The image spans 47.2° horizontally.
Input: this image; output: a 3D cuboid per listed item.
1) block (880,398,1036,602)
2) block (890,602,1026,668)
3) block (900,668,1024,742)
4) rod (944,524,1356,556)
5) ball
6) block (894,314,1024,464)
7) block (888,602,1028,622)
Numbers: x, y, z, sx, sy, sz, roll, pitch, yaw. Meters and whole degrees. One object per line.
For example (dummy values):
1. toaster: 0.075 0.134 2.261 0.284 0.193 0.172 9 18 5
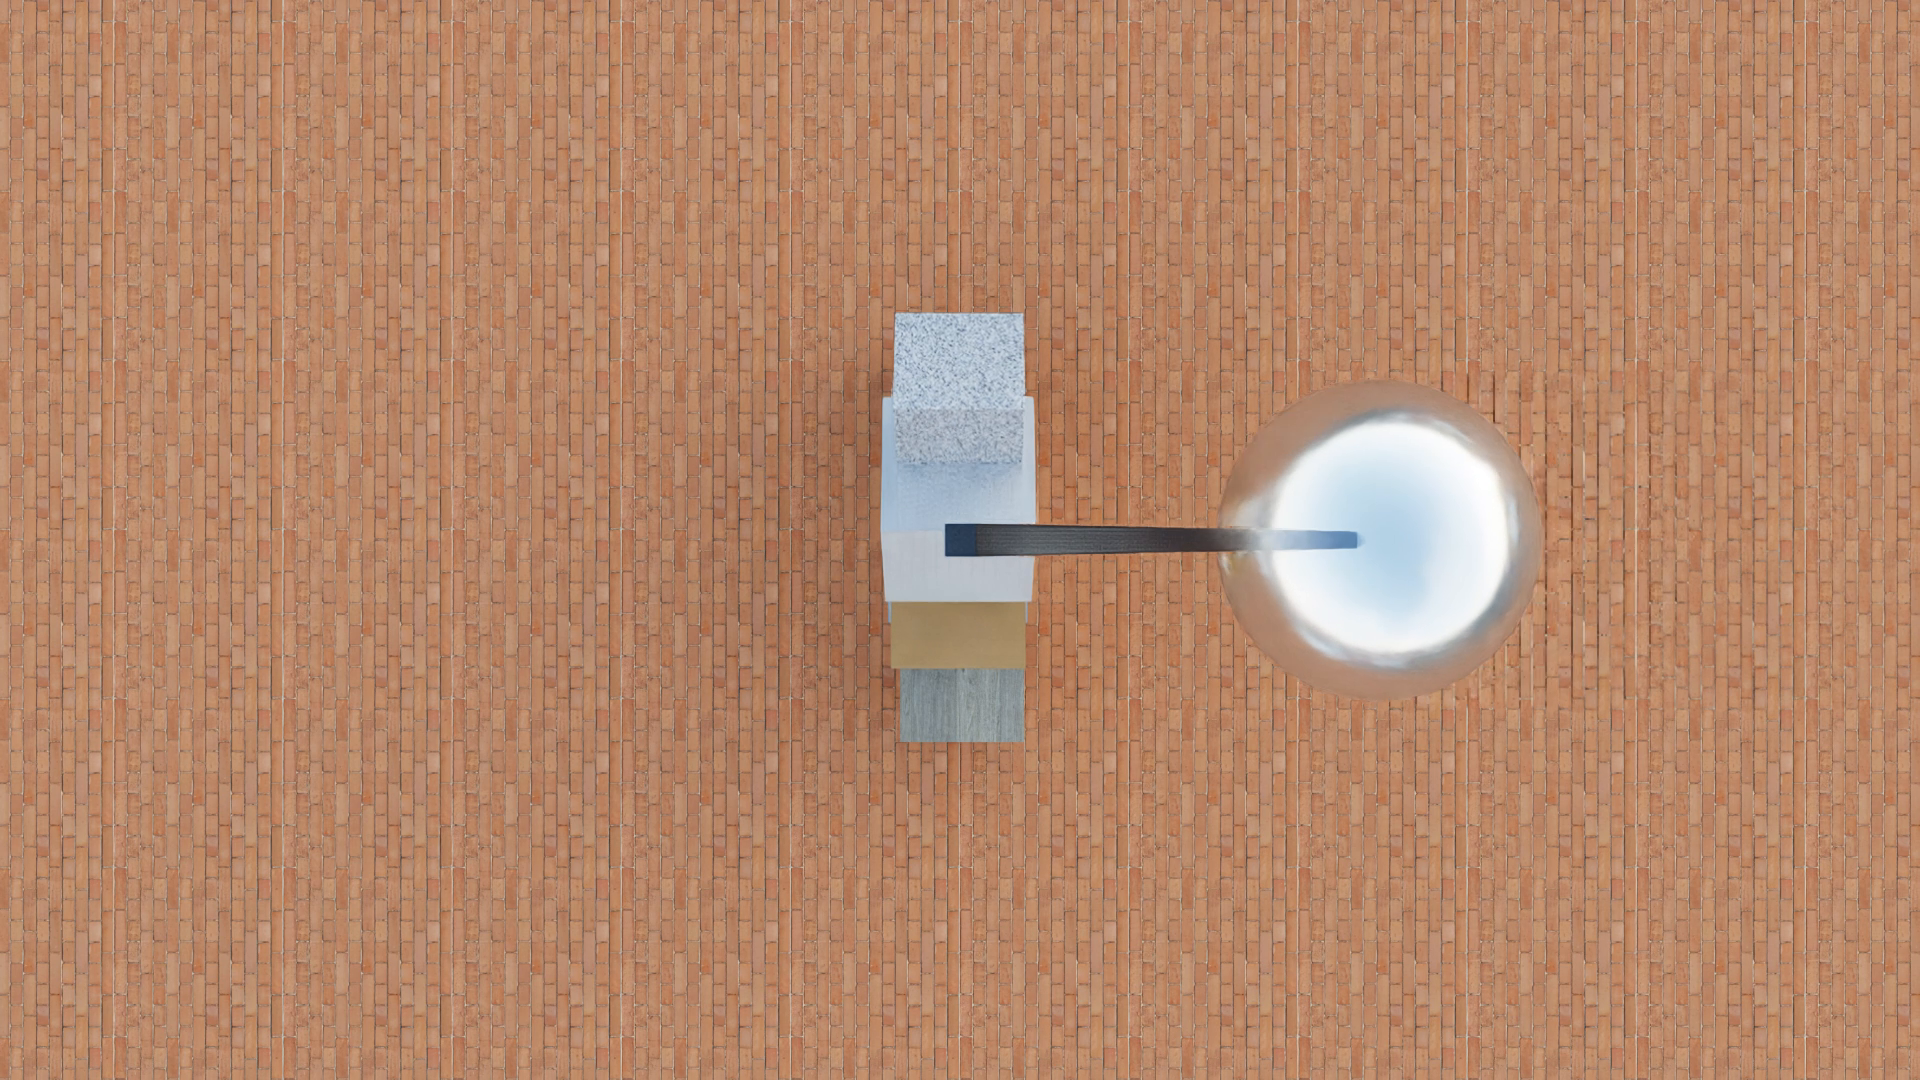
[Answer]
1. block: -0.008 -0.196 11.105 0.749 0.783 0.751 0 63 0
2. block: -0.009 0.356 11.851 0.704 0.746 0.631 0 90 0
3. block: 0.011 0.802 12.679 0.693 0.642 0.668 0 90 0
4. rod: 0.899 0.000 7.747 0.080 5.200 0.080 0 90 20
5. ball: 2.074 0.000 10.938 1.600 1.600 1.600 0 90 0
6. block: -0.003 -0.731 10.650 0.614 0.516 0.536 0 62 0
7. block: -0.012 0.030 12.612 0.774 0.776 0.857 0 90 0
